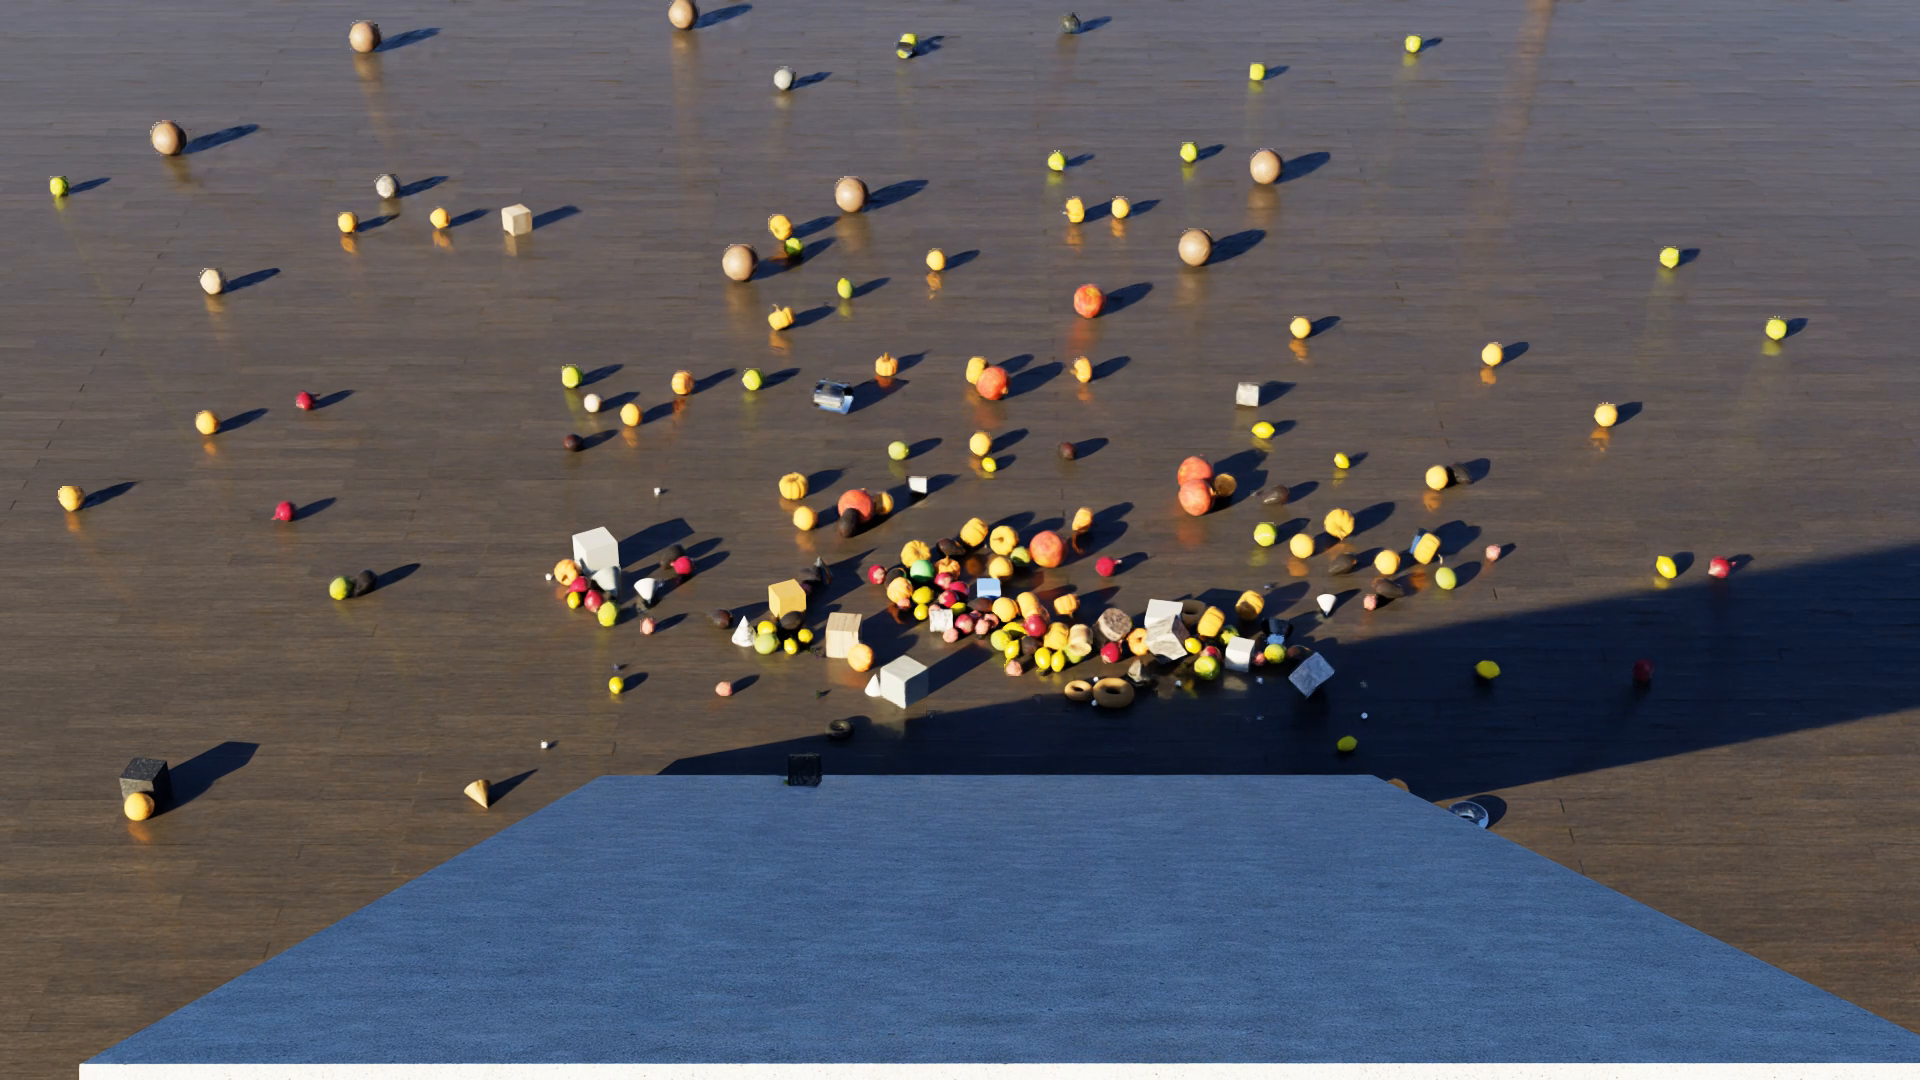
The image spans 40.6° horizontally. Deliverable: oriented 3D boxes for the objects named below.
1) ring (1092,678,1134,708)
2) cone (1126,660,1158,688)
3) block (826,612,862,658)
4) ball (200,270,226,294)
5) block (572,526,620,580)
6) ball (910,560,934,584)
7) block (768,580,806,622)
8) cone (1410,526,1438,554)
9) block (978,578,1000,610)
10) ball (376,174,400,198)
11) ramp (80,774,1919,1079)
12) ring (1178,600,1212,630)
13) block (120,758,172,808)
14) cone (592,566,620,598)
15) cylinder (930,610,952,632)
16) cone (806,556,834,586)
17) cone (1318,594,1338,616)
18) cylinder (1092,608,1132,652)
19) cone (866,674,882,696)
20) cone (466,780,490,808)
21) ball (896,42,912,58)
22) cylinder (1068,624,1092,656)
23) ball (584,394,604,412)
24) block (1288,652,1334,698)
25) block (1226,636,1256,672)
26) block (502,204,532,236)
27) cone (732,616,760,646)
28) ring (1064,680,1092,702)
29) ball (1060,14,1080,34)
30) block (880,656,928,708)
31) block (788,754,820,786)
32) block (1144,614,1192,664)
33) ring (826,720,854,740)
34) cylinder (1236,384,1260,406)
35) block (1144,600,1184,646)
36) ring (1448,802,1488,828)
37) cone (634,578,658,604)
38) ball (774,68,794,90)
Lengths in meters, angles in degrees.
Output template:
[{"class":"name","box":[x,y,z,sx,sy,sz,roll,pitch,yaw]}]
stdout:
[{"class":"ring","box":[0.423,0.422,7.149,0.117,0.039,0.117,1,33,-1]},{"class":"cone","box":[0.519,0.384,7.209,0.083,0.083,0.083,20,28,-18]},{"class":"block","box":[-0.327,0.270,7.339,0.090,0.090,0.090,3,32,5]},{"class":"ball","box":[-2.655,-0.919,9.222,0.088,0.088,0.088,0,32,0]},{"class":"block","box":[-1.081,0.038,7.698,0.100,0.100,0.100,-17,36,-25]},{"class":"ball","box":[-0.110,0.092,7.640,0.070,0.070,0.070,0,32,0]},{"class":"block","box":[-0.499,0.176,7.499,0.080,0.080,0.080,-15,35,-22]},{"class":"cone","box":[1.378,0.016,7.792,0.080,0.080,0.080,-43,46,-12]},{"class":"block","box":[0.084,0.156,7.544,0.064,0.064,0.064,-1,32,-2]},{"class":"ball","box":[-2.183,-1.350,9.902,0.088,0.088,0.088,0,32,0]},{"class":"ramp","box":[0.072,0.631,4.730,2.000,0.100,4.000,0,-1,0]},{"class":"ring","box":[0.664,0.214,7.476,0.125,0.042,0.125,0,31,0]},{"class":"block","box":[-2.125,0.634,6.765,0.090,0.090,0.090,5,33,8]},{"class":"cone","box":[-1.021,0.138,7.597,0.087,0.087,0.087,-18,63,-26]},{"class":"cylinder","box":[-0.054,0.231,7.429,0.062,0.062,0.062,-1,32,-2]},{"class":"cone","box":[-0.413,0.079,7.651,0.081,0.081,0.081,0,32,0]},{"class":"cone","box":[1.064,0.197,7.516,0.057,0.057,0.057,7,68,11]},{"class":"cylinder","box":[0.424,0.254,7.335,0.090,0.090,0.090,16,48,-19]},{"class":"cone","box":[-0.235,0.393,7.177,0.057,0.057,0.057,0,32,0]},{"class":"cone","box":[-1.246,0.672,6.760,0.068,0.068,0.068,-17,63,-25]},{"class":"ball","box":[-0.238,-2.099,11.099,0.074,0.074,0.074,0,32,0]},{"class":"cylinder","box":[0.337,0.280,7.255,0.063,0.063,0.063,3,51,5]},{"class":"ball","box":[-1.201,-0.449,8.502,0.062,0.062,0.062,0,32,0]},{"class":"block","box":[0.972,0.373,7.165,0.076,0.076,0.076,-32,74,-40]},{"class":"block","box":[0.787,0.321,7.282,0.066,0.066,0.066,11,34,17]},{"class":"block","box":[-1.651,-1.194,9.665,0.079,0.079,0.079,-21,38,-30]},{"class":"cone","box":[-0.613,0.248,7.387,0.077,0.077,0.077,0,32,0]},{"class":"ring","box":[0.330,0.417,7.168,0.080,0.027,0.080,-1,32,1]},{"class":"ball","box":[0.480,-2.258,11.336,0.090,0.090,0.090,0,32,0]},{"class":"block","box":[-0.153,0.391,7.148,0.091,0.091,0.091,27,41,36]},{"class":"block","box":[-0.385,0.569,6.423,0.073,0.073,0.073,0,-1,2]},{"class":"block","box":[0.585,0.279,7.296,0.088,0.088,0.088,-24,23,26]},{"class":"ring","box":[-0.325,0.513,7.016,0.079,0.026,0.079,-1,32,1]},{"class":"cylinder","box":[0.949,-0.479,8.543,0.069,0.069,0.069,5,33,7]},{"class":"block","box":[0.580,0.239,7.384,0.095,0.095,0.095,6,33,10]},{"class":"ring","box":[1.307,0.715,6.687,0.113,0.038,0.113,-1,31,0]},{"class":"cone","box":[-0.910,0.161,7.566,0.072,0.072,0.072,-6,59,-10]},{"class":"ball","box":[-0.731,-1.921,10.807,0.086,0.086,0.086,0,32,0]}]
